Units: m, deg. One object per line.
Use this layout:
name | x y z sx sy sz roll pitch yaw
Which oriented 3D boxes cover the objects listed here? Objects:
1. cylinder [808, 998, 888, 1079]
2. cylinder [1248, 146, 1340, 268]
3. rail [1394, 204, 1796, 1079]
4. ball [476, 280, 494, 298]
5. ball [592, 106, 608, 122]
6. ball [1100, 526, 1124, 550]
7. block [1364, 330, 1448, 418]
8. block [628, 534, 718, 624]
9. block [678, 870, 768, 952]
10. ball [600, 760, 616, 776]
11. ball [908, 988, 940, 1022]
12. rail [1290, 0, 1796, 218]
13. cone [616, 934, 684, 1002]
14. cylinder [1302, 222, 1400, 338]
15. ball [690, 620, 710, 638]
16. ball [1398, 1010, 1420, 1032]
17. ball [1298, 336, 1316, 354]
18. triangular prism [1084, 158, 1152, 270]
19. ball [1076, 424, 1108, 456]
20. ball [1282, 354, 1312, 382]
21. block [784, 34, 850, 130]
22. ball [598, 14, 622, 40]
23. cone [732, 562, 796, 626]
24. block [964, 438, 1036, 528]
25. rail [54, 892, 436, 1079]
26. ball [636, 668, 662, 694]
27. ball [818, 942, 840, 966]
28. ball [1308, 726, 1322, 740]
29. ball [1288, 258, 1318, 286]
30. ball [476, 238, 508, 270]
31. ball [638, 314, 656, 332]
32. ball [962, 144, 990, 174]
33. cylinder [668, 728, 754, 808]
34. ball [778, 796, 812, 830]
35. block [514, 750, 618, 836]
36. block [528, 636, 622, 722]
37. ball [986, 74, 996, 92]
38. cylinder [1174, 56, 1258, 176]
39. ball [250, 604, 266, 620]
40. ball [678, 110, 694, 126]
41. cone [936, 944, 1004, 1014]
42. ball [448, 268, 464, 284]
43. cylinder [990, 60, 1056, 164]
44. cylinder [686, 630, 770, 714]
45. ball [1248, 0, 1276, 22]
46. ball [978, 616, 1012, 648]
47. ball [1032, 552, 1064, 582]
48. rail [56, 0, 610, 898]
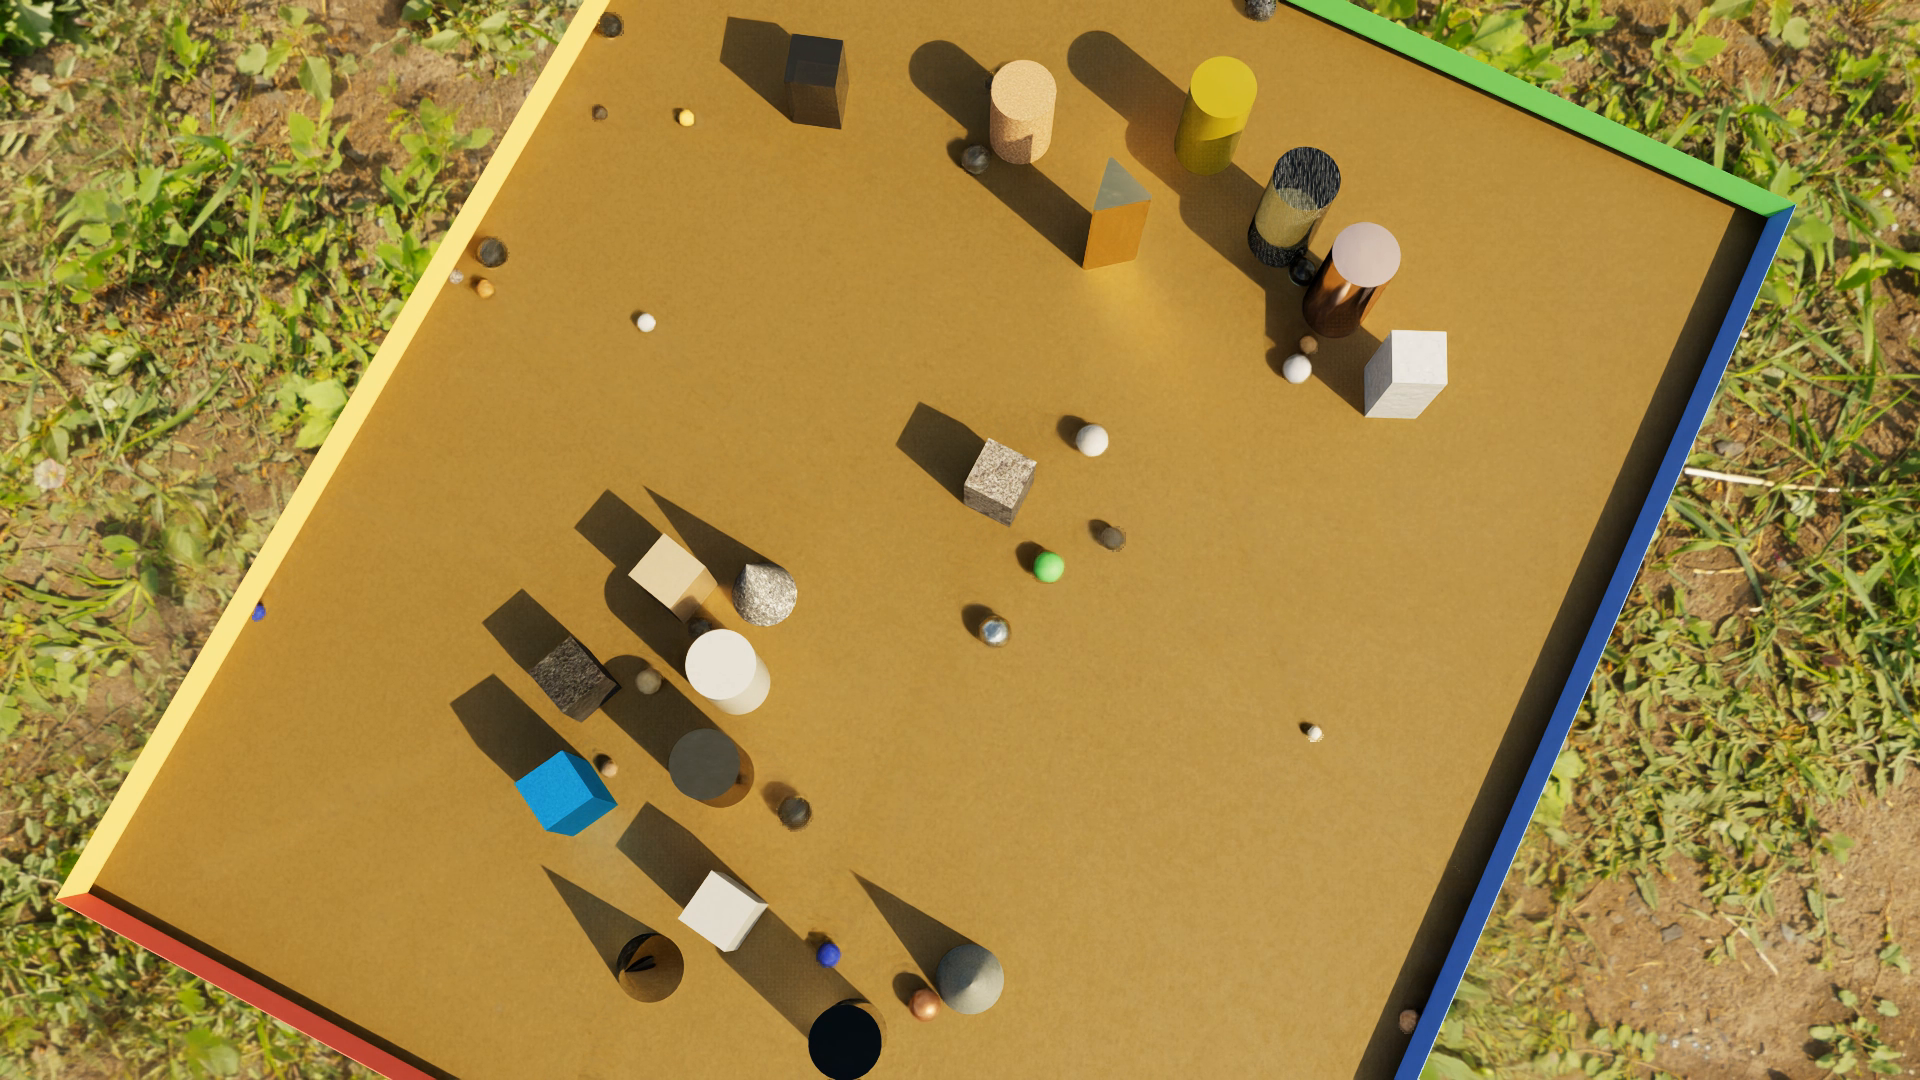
cylinder | -0.310 1.393 5.126 0.199 0.395 0.199 0 78 0
cylinder | 1.012 -1.006 5.581 0.199 0.478 0.199 0 78 0
rail | 1.637 0.809 5.382 0.045 0.129 4.230 26 80 5
ball | -1.491 -0.788 5.751 0.056 0.056 0.056 0 78 0
ball | -1.153 -1.368 5.875 0.048 0.048 0.048 0 78 0
ball | 0.464 -0.005 5.582 0.070 0.070 0.070 0 78 0
block | 1.340 -0.496 5.527 0.159 0.376 0.159 2 78 0
block | -0.849 0.118 5.448 0.159 0.283 0.159 38 81 7
block | -0.673 1.062 5.244 0.159 0.299 0.159 34 80 7
ball | -1.045 0.680 5.451 0.048 0.048 0.048 0 78 0
ball | -0.101 1.342 5.291 0.093 0.093 0.093 0 78 0
rail | 0.935 -1.825 5.927 3.709 0.129 0.045 26 80 5
cone | -0.906 1.208 5.151 0.199 0.421 0.199 0 78 0
cylinder | 1.176 -0.778 5.535 0.199 0.475 0.199 0 78 0
ball | -0.785 0.269 5.530 0.060 0.060 0.060 0 78 0
ball | 1.301 1.389 5.297 0.063 0.063 0.063 0 78 0
ball | 1.084 -0.610 5.715 0.055 0.055 0.055 0 78 0
triangular prism | 0.456 -0.995 5.569 0.172 0.496 0.149 -13 79 -3
ball | 0.405 -0.305 5.629 0.099 0.099 0.099 0 78 0
ball | 1.045 -0.532 5.682 0.088 0.088 0.088 0 78 0
block | -0.448 -1.438 5.760 0.159 0.302 0.159 8 78 2
ball | -1.132 -1.658 5.919 0.080 0.080 0.080 0 78 0
cone | -0.596 0.116 5.346 0.199 0.483 0.199 0 78 0
block | 0.119 -0.169 5.516 0.159 0.267 0.159 27 80 5
rail | -0.935 1.838 5.169 3.709 0.129 0.045 26 80 5
ball | -0.932 0.423 5.490 0.076 0.076 0.076 0 78 0
ball | -0.381 1.206 5.332 0.069 0.069 0.069 0 78 0
ball | 1.060 0.576 5.477 0.040 0.040 0.040 0 78 0
ball | 1.076 -0.840 5.744 0.090 0.090 0.090 0 78 0
ball | -1.469 -0.899 5.753 0.097 0.097 0.097 0 78 0
ball | -0.981 -0.679 5.728 0.056 0.056 0.056 0 78 0
ball | 0.050 -1.212 5.820 0.093 0.093 0.093 0 78 0
cylinder | -0.713 0.662 5.292 0.199 0.368 0.199 0 78 0
ball | -0.486 0.803 5.400 0.098 0.098 0.098 0 78 0
block | -1.128 0.733 5.274 0.159 0.374 0.159 -35 80 -7
block | -1.131 0.413 5.397 0.159 0.263 0.159 -41 81 -8
ball | 0.110 -1.467 5.892 0.055 0.055 0.055 0 78 0
cylinder | 0.786 -1.306 5.669 0.199 0.427 0.199 0 78 0
ball | -2.124 0.217 5.549 0.045 0.045 0.045 0 78 0
ball | -0.876 -1.351 5.870 0.052 0.052 0.052 0 78 0
cone | 0.029 1.238 5.134 0.199 0.443 0.199 0 78 0
ball | -1.587 -0.829 5.764 0.048 0.048 0.048 0 78 0
cylinder | 0.194 -1.333 5.725 0.199 0.327 0.199 0 78 0
cylinder | -0.671 0.389 5.335 0.199 0.394 0.199 0 78 0
ball | 0.976 -1.727 5.926 0.094 0.094 0.094 0 78 0
ball | 0.106 0.276 5.509 0.099 0.099 0.099 0 78 0
ball | 0.267 0.082 5.552 0.093 0.093 0.093 0 78 0
rail | -1.637 -0.795 5.714 0.045 0.129 4.230 26 80 5
